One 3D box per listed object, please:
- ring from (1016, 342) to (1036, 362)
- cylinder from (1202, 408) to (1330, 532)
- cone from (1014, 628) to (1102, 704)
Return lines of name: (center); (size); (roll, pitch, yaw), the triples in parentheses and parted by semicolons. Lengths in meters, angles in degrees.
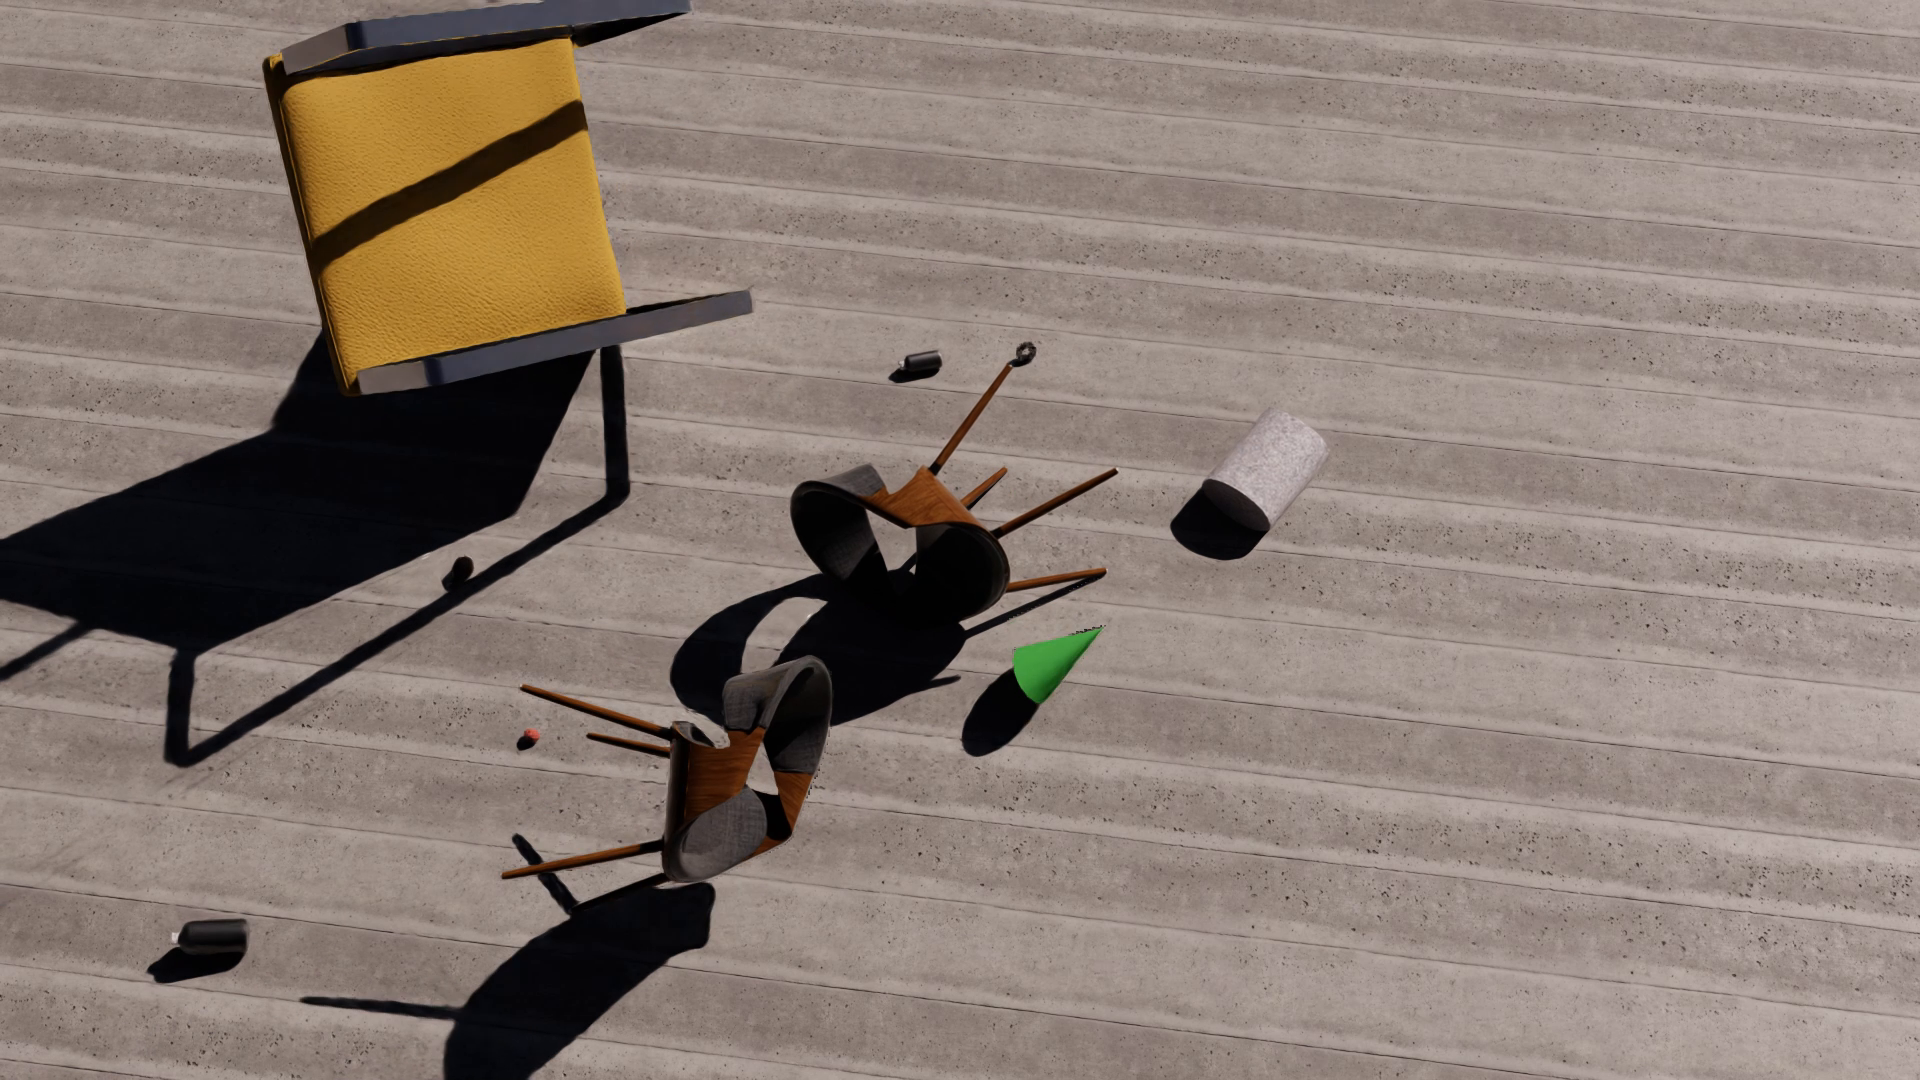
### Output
ring: (0.209, -0.592, 6.940); (0.068, 0.061, 0.021); (-18, 20, -12)
cylinder: (0.922, -0.212, 6.623); (0.246, 0.154, 0.331); (35, 63, 15)
cone: (0.300, 0.313, 6.169); (0.159, 0.256, 0.251); (51, 21, -11)
